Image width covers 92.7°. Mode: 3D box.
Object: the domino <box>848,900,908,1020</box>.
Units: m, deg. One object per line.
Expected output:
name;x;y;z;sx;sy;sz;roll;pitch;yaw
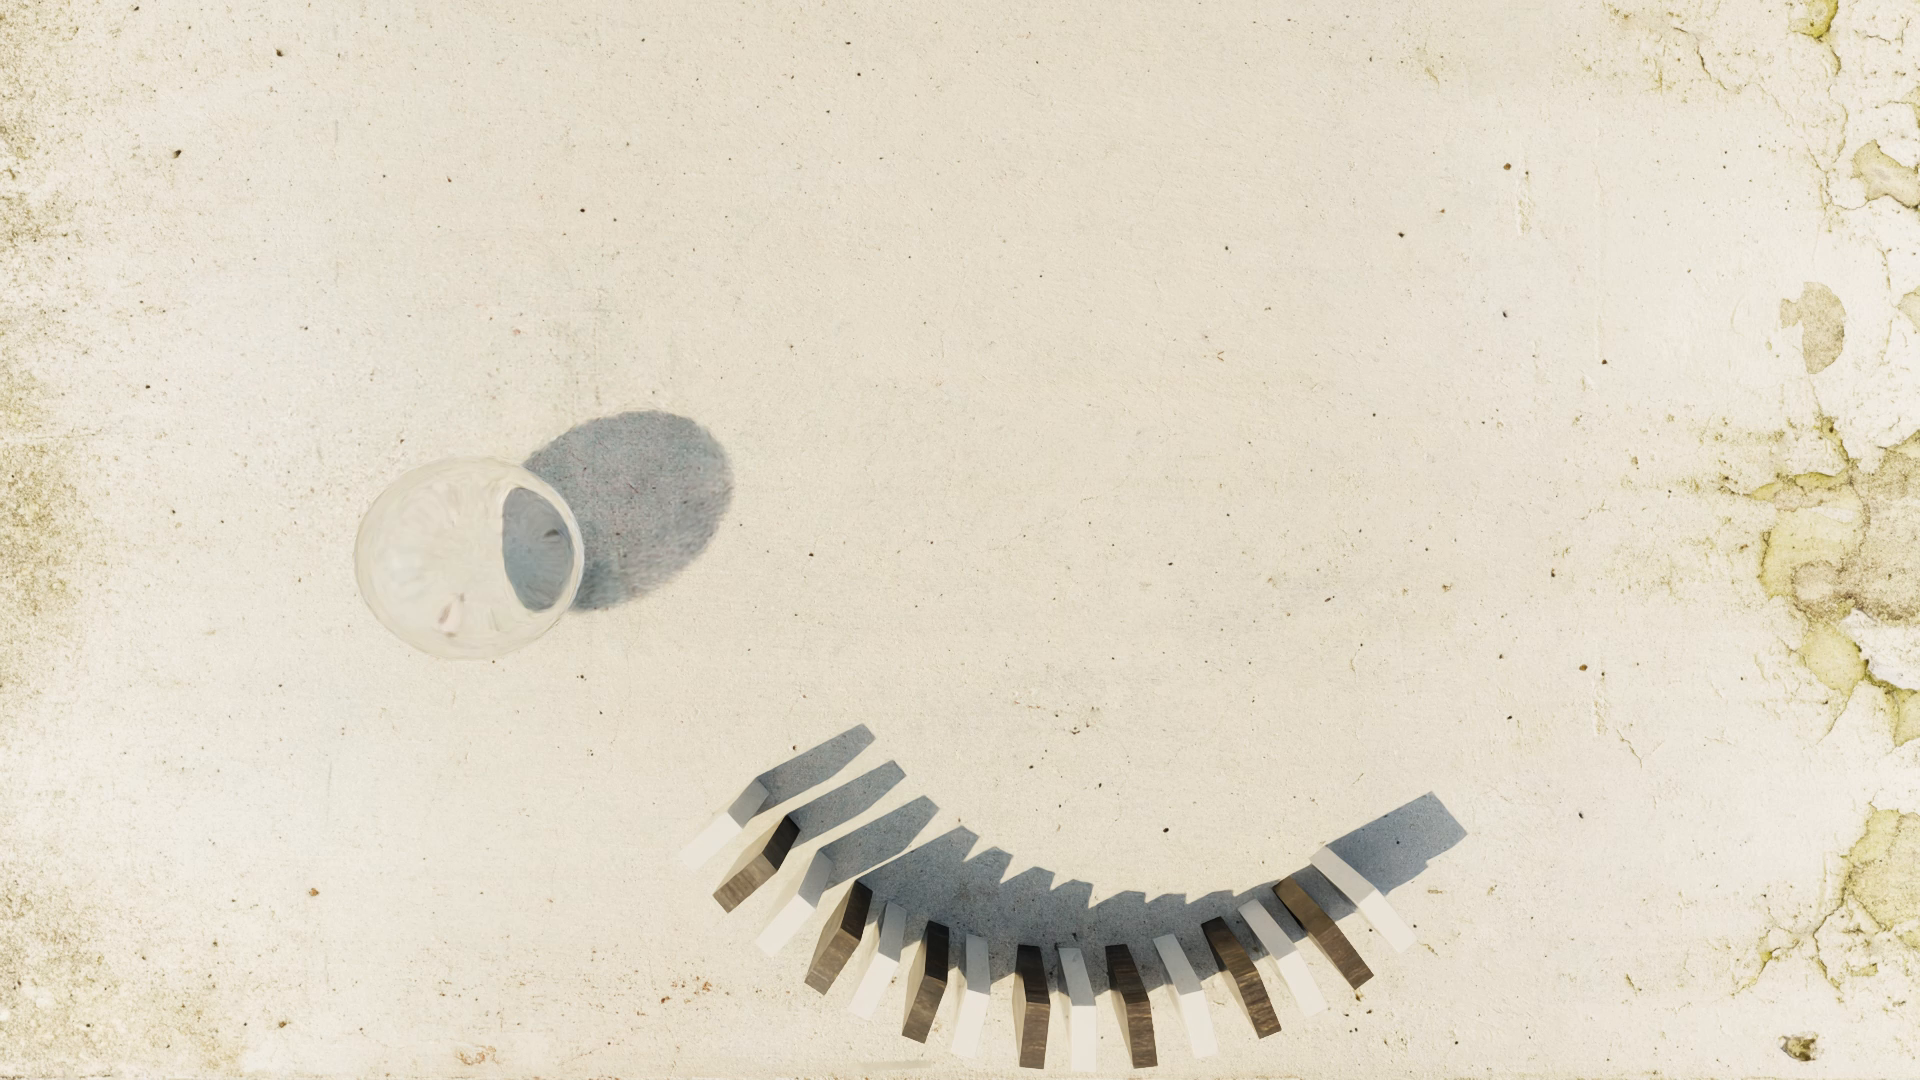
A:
domino;-0.033;0.171;0.375;0.010;0.050;0.025;28;90;0

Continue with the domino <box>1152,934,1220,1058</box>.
domino;0.092;0.185;0.375;0.009;0.050;0.025;-14;90;0

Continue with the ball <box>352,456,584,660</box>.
ball;-0.191;0.007;0.360;0.080;0.080;0.080;0;90;0

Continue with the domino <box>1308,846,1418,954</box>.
domino;0.164;0.146;0.375;0.009;0.050;0.025;-40;90;0

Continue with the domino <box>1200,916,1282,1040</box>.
domino;0.114;0.178;0.375;0.009;0.050;0.025;-22;90;0

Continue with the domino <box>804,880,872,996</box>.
domino;-0.049;0.161;0.375;0.010;0.050;0.025;34;90;0

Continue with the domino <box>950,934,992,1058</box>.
domino;0.004;0.185;0.375;0.009;0.050;0.025;15;90;0

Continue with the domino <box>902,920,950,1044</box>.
domino;-0.014;0.179;0.375;0.009;0.050;0.025;21;90;0

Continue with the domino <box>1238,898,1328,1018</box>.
domino;0.131;0.170;0.375;0.009;0.050;0.025;-28;90;0

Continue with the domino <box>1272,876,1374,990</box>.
domino;0.147;0.159;0.375;0.010;0.050;0.025;-37;90;0

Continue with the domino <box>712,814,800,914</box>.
domino;-0.082;0.131;0.375;0.025;0.050;0.009;-41;90;0

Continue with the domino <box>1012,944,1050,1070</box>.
domino;0.029;0.189;0.375;0.010;0.050;0.025;6;90;0

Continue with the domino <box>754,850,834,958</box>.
domino;-0.067;0.147;0.375;0.010;0.050;0.025;41;90;0

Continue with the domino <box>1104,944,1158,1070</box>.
domino;0.069;0.189;0.375;0.010;0.050;0.025;-7;90;0

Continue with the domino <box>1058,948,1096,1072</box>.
domino;0.048;0.191;0.375;0.009;0.050;0.025;0;90;0

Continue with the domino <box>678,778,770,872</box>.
domino;-0.095;0.115;0.375;0.025;0.050;0.009;-41;90;0
